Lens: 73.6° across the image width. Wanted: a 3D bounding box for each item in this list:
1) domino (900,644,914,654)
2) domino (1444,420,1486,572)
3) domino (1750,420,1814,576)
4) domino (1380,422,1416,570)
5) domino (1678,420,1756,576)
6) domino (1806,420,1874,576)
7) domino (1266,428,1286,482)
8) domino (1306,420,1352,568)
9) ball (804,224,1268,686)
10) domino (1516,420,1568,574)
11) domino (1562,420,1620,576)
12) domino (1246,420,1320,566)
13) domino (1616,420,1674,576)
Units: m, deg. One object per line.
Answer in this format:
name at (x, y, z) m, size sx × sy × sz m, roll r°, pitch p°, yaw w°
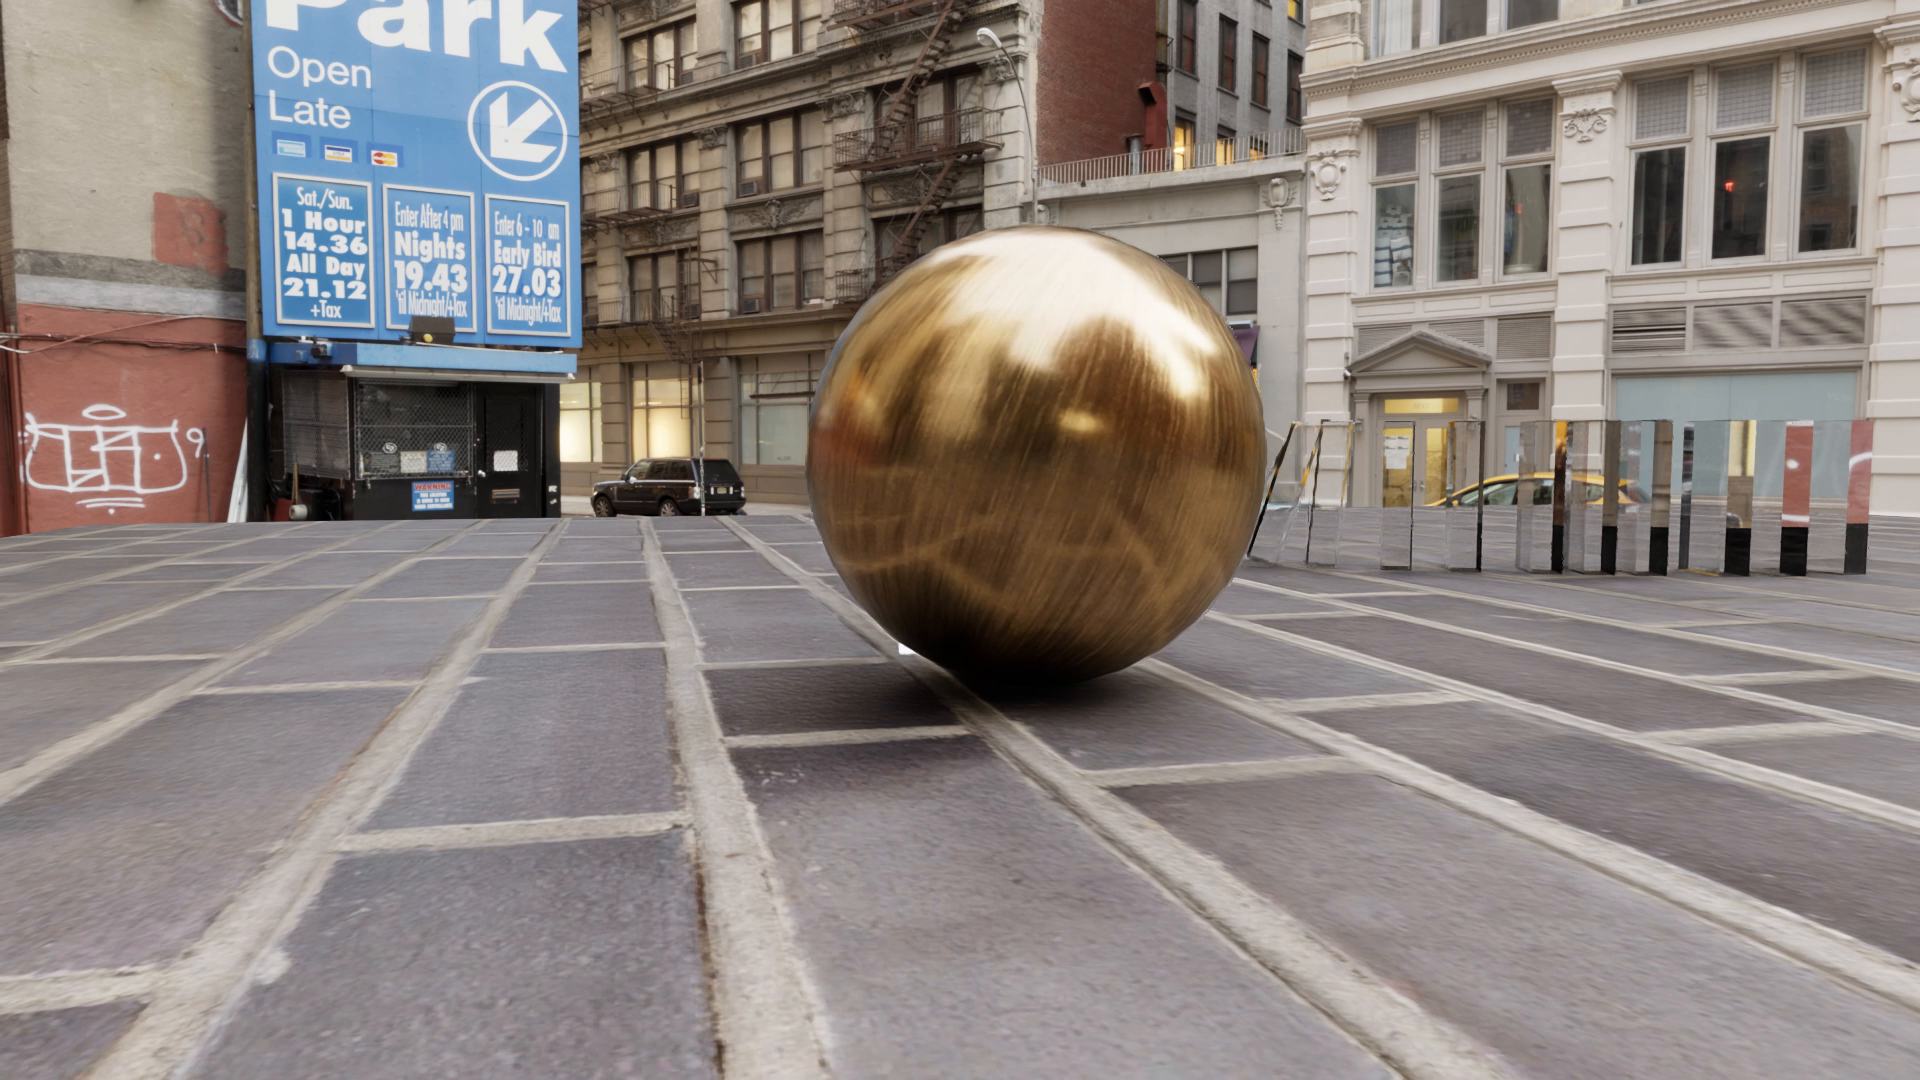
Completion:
domino at (0.000, 0.000, 0.270) m, size 0.025 × 0.050 × 0.009 m, roll 0°, pitch -33°, yaw -3°
domino at (0.171, -0.015, 0.436) m, size 0.010 × 0.050 × 0.025 m, roll 1°, pitch 4°, yaw 16°
domino at (0.266, -0.014, 0.422) m, size 0.009 × 0.050 × 0.025 m, roll -1°, pitch 4°, yaw -8°
domino at (0.151, -0.016, 0.442) m, size 0.009 × 0.050 × 0.025 m, roll 1°, pitch 4°, yaw 18°
domino at (0.249, -0.014, 0.422) m, size 0.009 × 0.050 × 0.025 m, roll 0°, pitch 4°, yaw 2°
domino at (0.288, -0.015, 0.427) m, size 0.009 × 0.050 × 0.025 m, roll -1°, pitch 4°, yaw -17°
domino at (0.100, -0.016, 0.460) m, size 0.010 × 0.050 × 0.025 m, roll 33°, pitch 13°, yaw 14°
domino at (0.129, -0.016, 0.449) m, size 0.010 × 0.050 × 0.025 m, roll 7°, pitch 6°, yaw 18°
ball at (0.013, -0.014, 0.226) m, size 0.080 × 0.080 × 0.080 m, roll 0°, pitch 4°, yaw 0°
domino at (0.195, -0.015, 0.430) m, size 0.010 × 0.050 × 0.025 m, roll 1°, pitch 4°, yaw 13°
domino at (0.210, -0.014, 0.427) m, size 0.010 × 0.050 × 0.025 m, roll 1°, pitch 4°, yaw 11°
domino at (0.115, -0.017, 0.454) m, size 0.010 × 0.050 × 0.025 m, roll 20°, pitch 10°, yaw 16°
domino at (0.225, -0.014, 0.424) m, size 0.010 × 0.050 × 0.025 m, roll 1°, pitch 4°, yaw 8°
